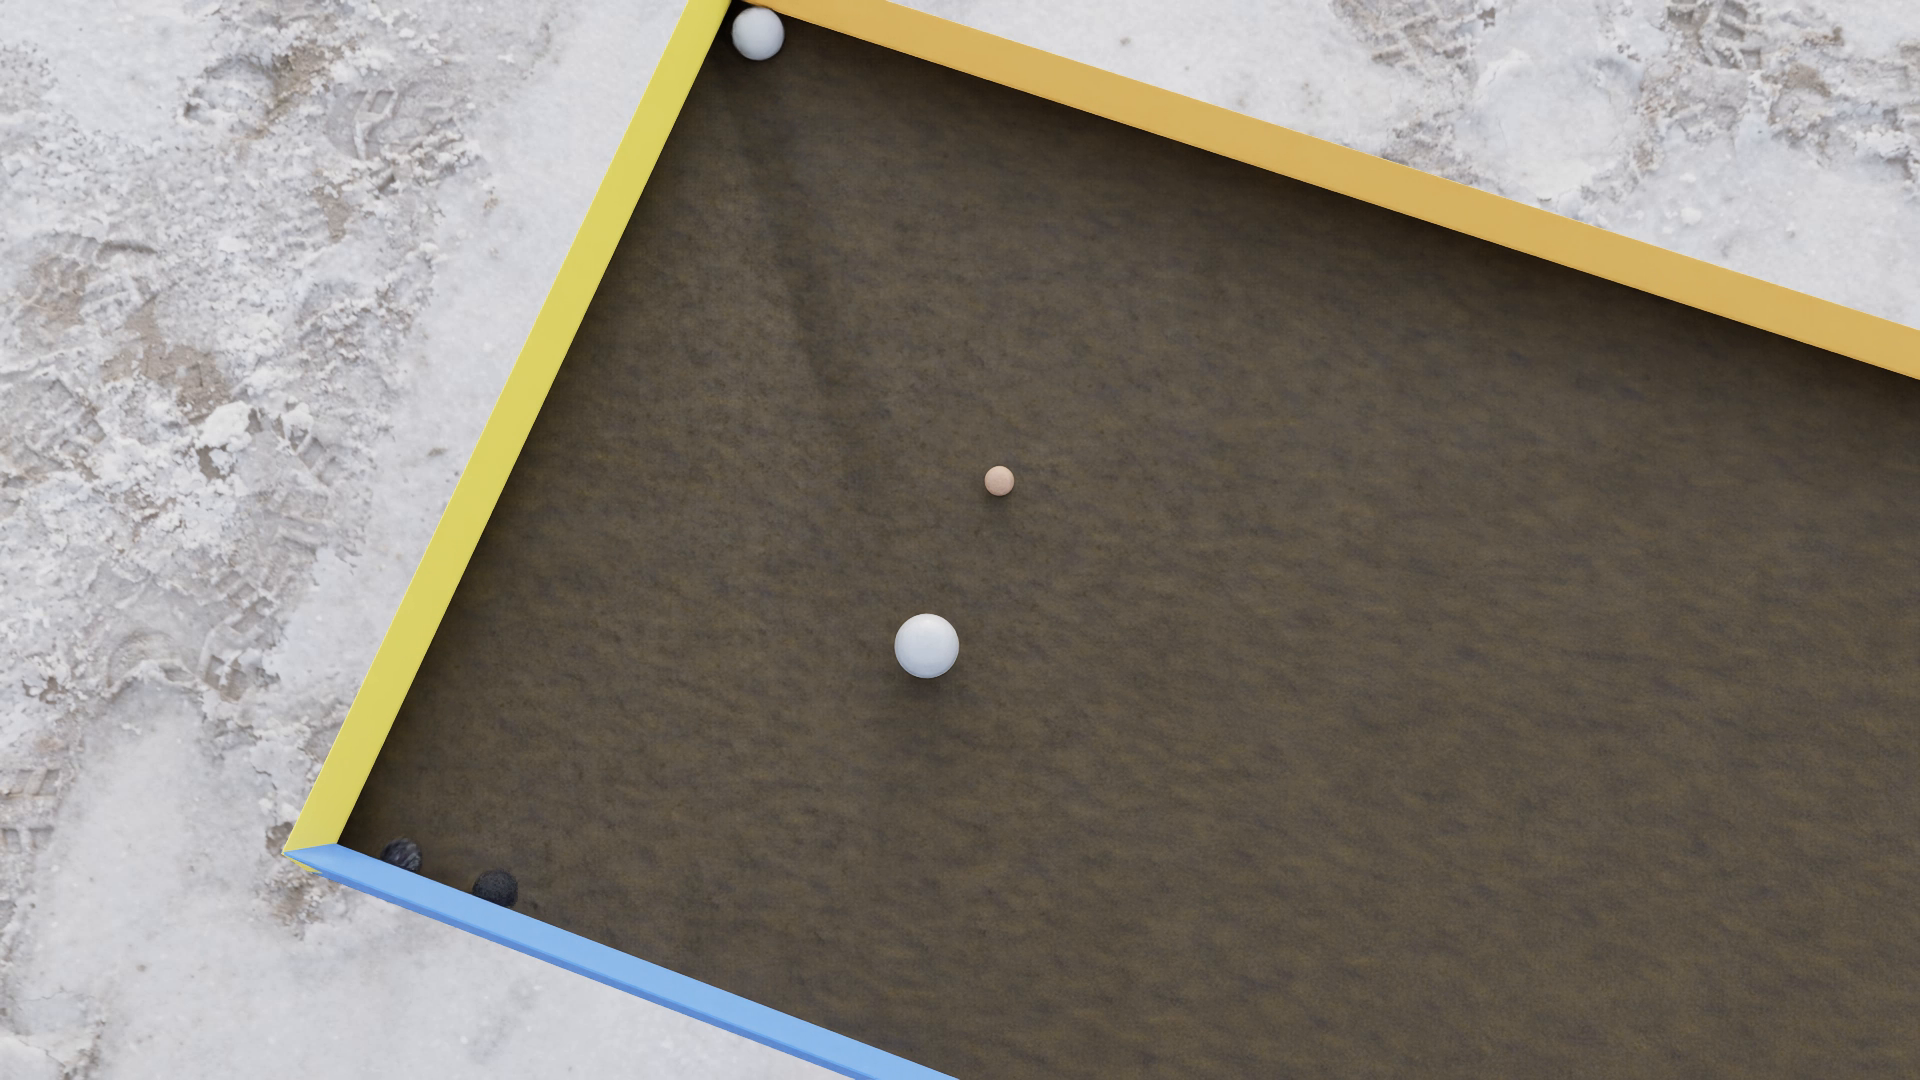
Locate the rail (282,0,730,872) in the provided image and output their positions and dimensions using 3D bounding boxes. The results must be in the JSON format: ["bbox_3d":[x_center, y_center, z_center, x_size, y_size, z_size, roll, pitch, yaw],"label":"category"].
[{"bbox_3d":[-0.673,-0.244,3.484,0.045,0.129,1.638,19,72,7],"label":"rail"}]

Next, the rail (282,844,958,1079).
[{"bbox_3d":[0.420,0.936,3.067,2.965,0.129,0.045,19,72,7],"label":"rail"}]

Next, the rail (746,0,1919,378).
[{"bbox_3d":[0.971,-0.471,3.564,2.965,0.129,0.045,19,72,7],"label":"rail"}]

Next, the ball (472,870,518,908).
[{"bbox_3d":[-0.688,0.519,3.249,0.065,0.065,0.065,0,71,0],"label":"ball"}]

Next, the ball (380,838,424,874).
[{"bbox_3d":[-0.830,0.473,3.267,0.062,0.062,0.062,0,71,0],"label":"ball"}]

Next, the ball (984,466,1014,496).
[{"bbox_3d":[0.062,-0.093,3.475,0.047,0.047,0.047,0,71,0],"label":"ball"}]

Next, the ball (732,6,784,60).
[{"bbox_3d":[-0.343,-0.857,3.723,0.089,0.089,0.089,0,71,0],"label":"ball"}]

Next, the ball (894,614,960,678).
[{"bbox_3d":[-0.051,0.162,3.357,0.099,0.099,0.099,0,71,0],"label":"ball"}]
